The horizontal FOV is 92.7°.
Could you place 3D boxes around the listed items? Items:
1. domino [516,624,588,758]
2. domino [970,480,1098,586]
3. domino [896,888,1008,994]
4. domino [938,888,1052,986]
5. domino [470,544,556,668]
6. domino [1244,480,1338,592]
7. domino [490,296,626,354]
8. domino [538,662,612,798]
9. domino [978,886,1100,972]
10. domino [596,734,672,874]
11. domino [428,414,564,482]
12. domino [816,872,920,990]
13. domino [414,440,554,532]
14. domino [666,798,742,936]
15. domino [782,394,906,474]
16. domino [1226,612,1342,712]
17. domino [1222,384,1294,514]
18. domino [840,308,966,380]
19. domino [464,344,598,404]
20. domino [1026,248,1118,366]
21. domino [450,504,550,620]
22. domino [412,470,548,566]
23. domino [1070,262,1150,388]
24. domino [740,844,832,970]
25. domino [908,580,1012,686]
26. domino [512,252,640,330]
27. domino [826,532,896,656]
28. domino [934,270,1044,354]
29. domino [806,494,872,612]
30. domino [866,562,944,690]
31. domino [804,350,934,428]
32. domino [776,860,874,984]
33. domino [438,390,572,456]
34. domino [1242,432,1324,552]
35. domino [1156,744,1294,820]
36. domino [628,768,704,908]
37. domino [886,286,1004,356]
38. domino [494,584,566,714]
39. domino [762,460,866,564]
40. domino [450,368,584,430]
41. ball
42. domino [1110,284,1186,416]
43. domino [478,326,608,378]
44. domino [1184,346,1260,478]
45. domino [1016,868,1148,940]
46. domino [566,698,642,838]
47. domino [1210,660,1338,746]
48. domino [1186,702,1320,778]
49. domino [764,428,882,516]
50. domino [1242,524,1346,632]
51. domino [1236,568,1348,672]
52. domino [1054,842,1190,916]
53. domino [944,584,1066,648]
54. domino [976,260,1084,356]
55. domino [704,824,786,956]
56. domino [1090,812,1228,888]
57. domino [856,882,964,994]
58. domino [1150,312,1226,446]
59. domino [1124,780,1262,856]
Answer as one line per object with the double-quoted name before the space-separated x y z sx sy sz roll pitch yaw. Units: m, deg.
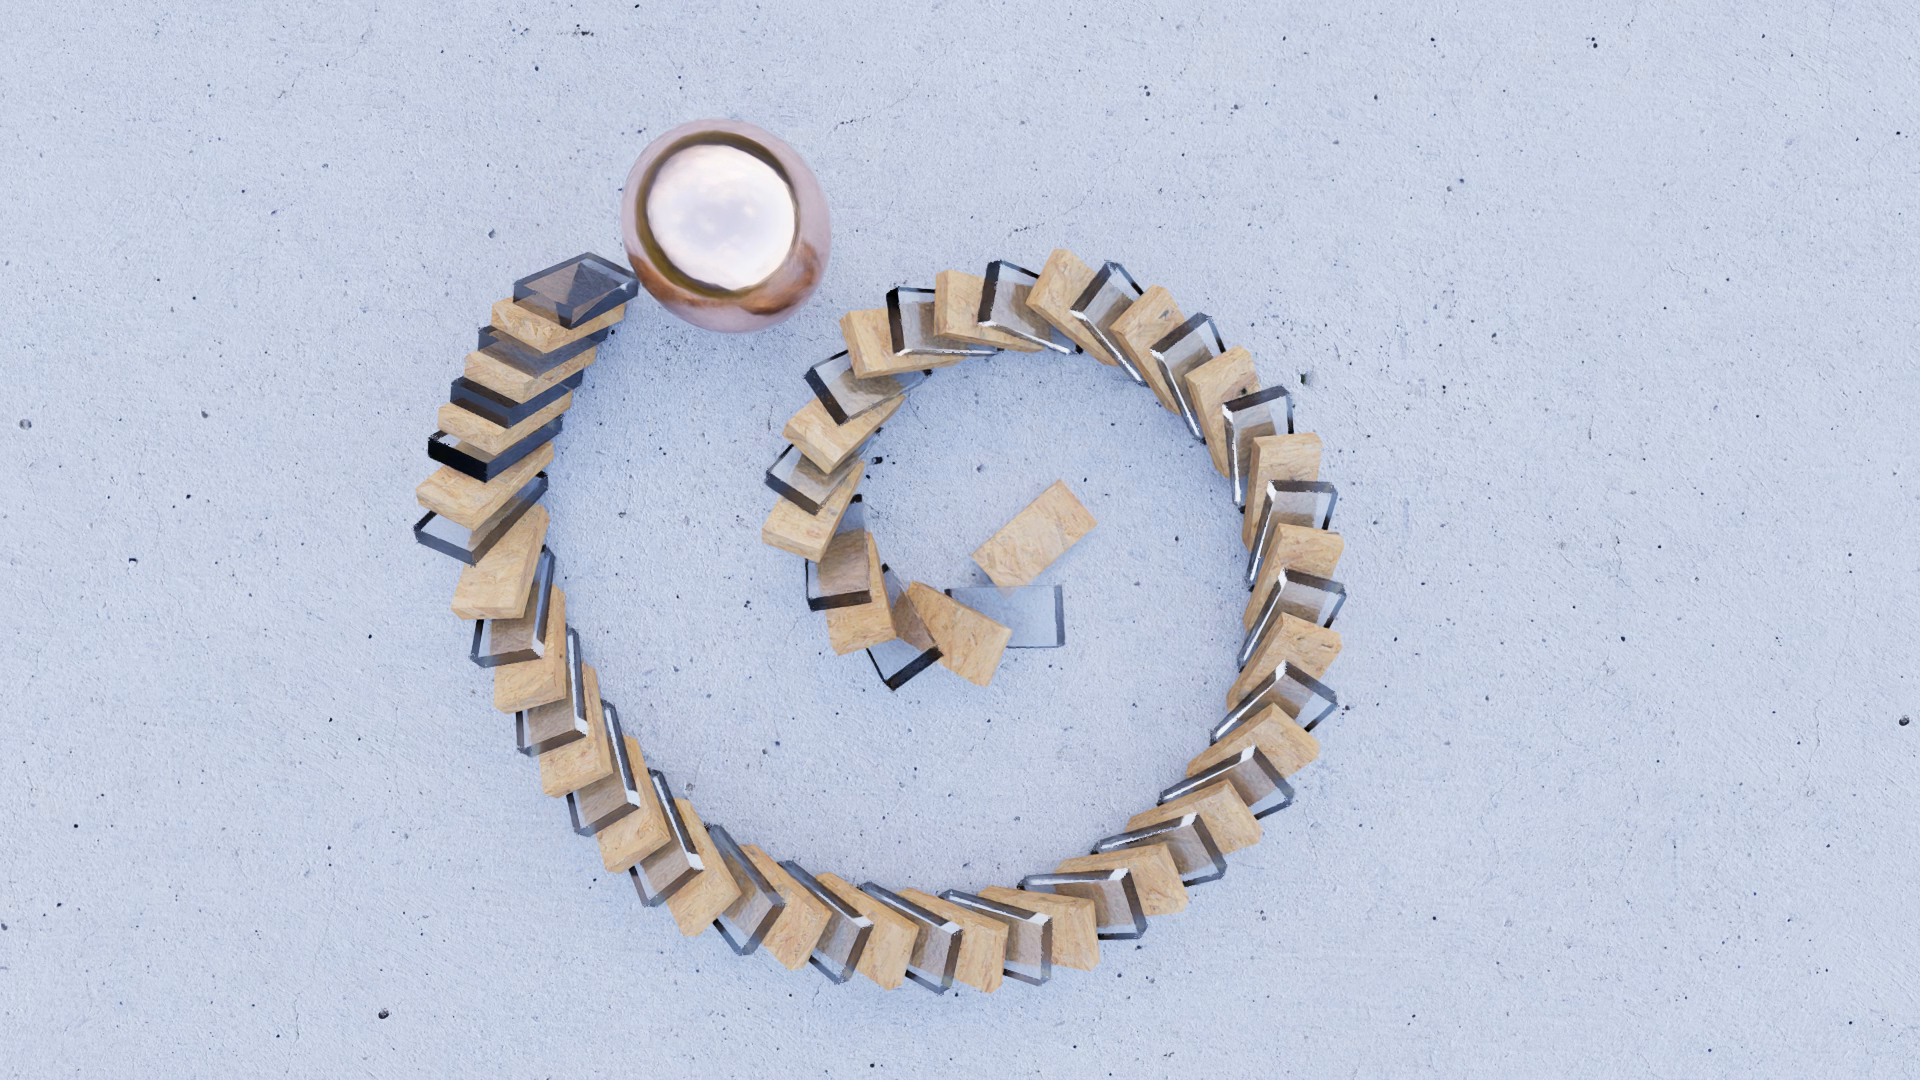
"domino" -0.172 0.062 0.383 0.025 0.010 0.050 -21 58 0
"domino" 0.032 0.000 0.395 0.050 0.010 0.025 -41 90 0
"domino" -0.005 0.166 0.382 0.050 0.010 0.025 7 91 33
"domino" 0.014 0.165 0.382 0.050 0.010 0.025 1 91 33
"domino" -0.186 0.027 0.382 0.025 0.010 0.050 -10 57 0
"domino" 0.137 -0.001 0.382 0.025 0.009 0.050 2 123 0
"domino" -0.163 -0.094 0.376 0.025 0.050 0.009 27 123 3
"domino" -0.163 0.079 0.383 0.025 0.009 0.050 -25 58 0
"domino" 0.032 0.161 0.382 0.050 0.009 0.025 -6 90 33
"domino" -0.141 0.110 0.383 0.025 0.009 0.050 -34 58 0
"domino" -0.189 -0.043 0.377 0.025 0.050 0.009 25 123 0
"domino" -0.043 0.162 0.383 0.050 0.010 0.025 17 90 33
"domino" -0.195 -0.028 0.379 0.025 0.009 0.050 26 47 2
"domino" -0.114 0.136 0.382 0.025 0.009 0.050 -44 57 0
"domino" -0.048 -0.052 0.382 0.025 0.009 0.050 41 54 0
"domino" 0.134 0.055 0.382 0.025 0.009 0.050 20 124 0
"domino" 0.125 -0.037 0.382 0.025 0.009 0.050 -18 124 0
"domino" -0.023 -0.083 0.382 0.050 0.010 0.025 -16 89 -35
"domino" -0.175 -0.074 0.377 0.025 0.050 0.010 25 123 0
"domino" 0.053 -0.096 0.382 0.050 0.010 0.025 28 89 -35
"domino" -0.191 0.009 0.382 0.025 0.010 0.050 -2 56 0
"domino" -0.197 -0.014 0.379 0.025 0.010 0.050 23 47 0
"domino" 0.070 -0.089 0.382 0.050 0.010 0.025 38 89 -34
"domino" -0.079 0.152 0.383 0.050 0.010 0.025 27 90 33
"domino" -0.005 0.038 0.381 0.050 0.009 0.025 25 94 36
"domino" -0.156 -0.103 0.377 0.025 0.050 0.009 25 123 0
"domino" -0.044 0.022 0.381 0.025 0.010 0.050 -17 52 1
"domino" 0.013 -0.094 0.382 0.050 0.009 0.025 2 90 -34
"domino" -0.051 0.005 0.381 0.025 0.010 0.050 -9 53 0
"domino" -0.029 0.035 0.380 0.025 0.009 0.050 -36 50 2
"domino" -0.037 -0.069 0.381 0.050 0.010 0.025 -35 90 -37
"domino" -0.061 0.159 0.383 0.050 0.009 0.025 23 90 32
"domino" -0.186 -0.054 0.377 0.025 0.050 0.009 25 123 0
"domino" 0.134 -0.019 0.382 0.025 0.010 0.050 -6 124 0
"domino" 0.110 0.108 0.382 0.050 0.009 0.025 -40 91 33
"domino" -0.128 0.123 0.382 0.025 0.010 0.050 -39 57 0
"domino" -0.006 -0.090 0.382 0.050 0.009 0.025 -7 90 -35
"domino" -0.179 0.045 0.383 0.025 0.009 0.050 -16 58 0
"domino" -0.060 -0.016 0.381 0.025 0.010 0.050 20 54 1
"domino" -0.181 -0.064 0.377 0.025 0.050 0.009 25 123 0
"ball" -0.091 -0.122 0.360 0.080 0.080 0.080 0 90 0
"domino" 0.086 -0.079 0.382 0.025 0.010 0.050 -45 124 0
"domino" -0.170 -0.084 0.376 0.025 0.050 0.009 25 123 0
"domino" 0.113 -0.053 0.382 0.025 0.009 0.050 -30 124 0
"domino" 0.050 0.153 0.382 0.050 0.010 0.025 -18 90 33
"domino" -0.152 0.095 0.383 0.025 0.010 0.050 -30 58 0
"domino" 0.130 0.075 0.382 0.025 0.009 0.050 33 124 0
"domino" 0.121 0.092 0.382 0.025 0.009 0.050 41 123 0
"domino" -0.056 -0.035 0.381 0.025 0.010 0.050 33 54 1
"domino" 0.138 0.018 0.382 0.025 0.010 0.050 8 123 0
"domino" 0.137 0.037 0.382 0.025 0.009 0.050 15 123 0
"domino" 0.067 0.144 0.383 0.050 0.009 0.025 -23 90 33
"domino" 0.018 0.032 0.384 0.050 0.010 0.025 -3 90 28
"domino" 0.032 -0.096 0.382 0.050 0.009 0.025 10 90 -35
"domino" -0.097 0.145 0.382 0.050 0.009 0.025 35 90 33
"domino" 0.082 0.133 0.382 0.050 0.010 0.025 -29 90 33
"domino" -0.024 0.165 0.383 0.050 0.010 0.025 12 90 33
"domino" 0.101 -0.067 0.382 0.025 0.010 0.050 -36 124 0
"domino" 0.097 0.121 0.382 0.050 0.009 0.025 -35 90 33
